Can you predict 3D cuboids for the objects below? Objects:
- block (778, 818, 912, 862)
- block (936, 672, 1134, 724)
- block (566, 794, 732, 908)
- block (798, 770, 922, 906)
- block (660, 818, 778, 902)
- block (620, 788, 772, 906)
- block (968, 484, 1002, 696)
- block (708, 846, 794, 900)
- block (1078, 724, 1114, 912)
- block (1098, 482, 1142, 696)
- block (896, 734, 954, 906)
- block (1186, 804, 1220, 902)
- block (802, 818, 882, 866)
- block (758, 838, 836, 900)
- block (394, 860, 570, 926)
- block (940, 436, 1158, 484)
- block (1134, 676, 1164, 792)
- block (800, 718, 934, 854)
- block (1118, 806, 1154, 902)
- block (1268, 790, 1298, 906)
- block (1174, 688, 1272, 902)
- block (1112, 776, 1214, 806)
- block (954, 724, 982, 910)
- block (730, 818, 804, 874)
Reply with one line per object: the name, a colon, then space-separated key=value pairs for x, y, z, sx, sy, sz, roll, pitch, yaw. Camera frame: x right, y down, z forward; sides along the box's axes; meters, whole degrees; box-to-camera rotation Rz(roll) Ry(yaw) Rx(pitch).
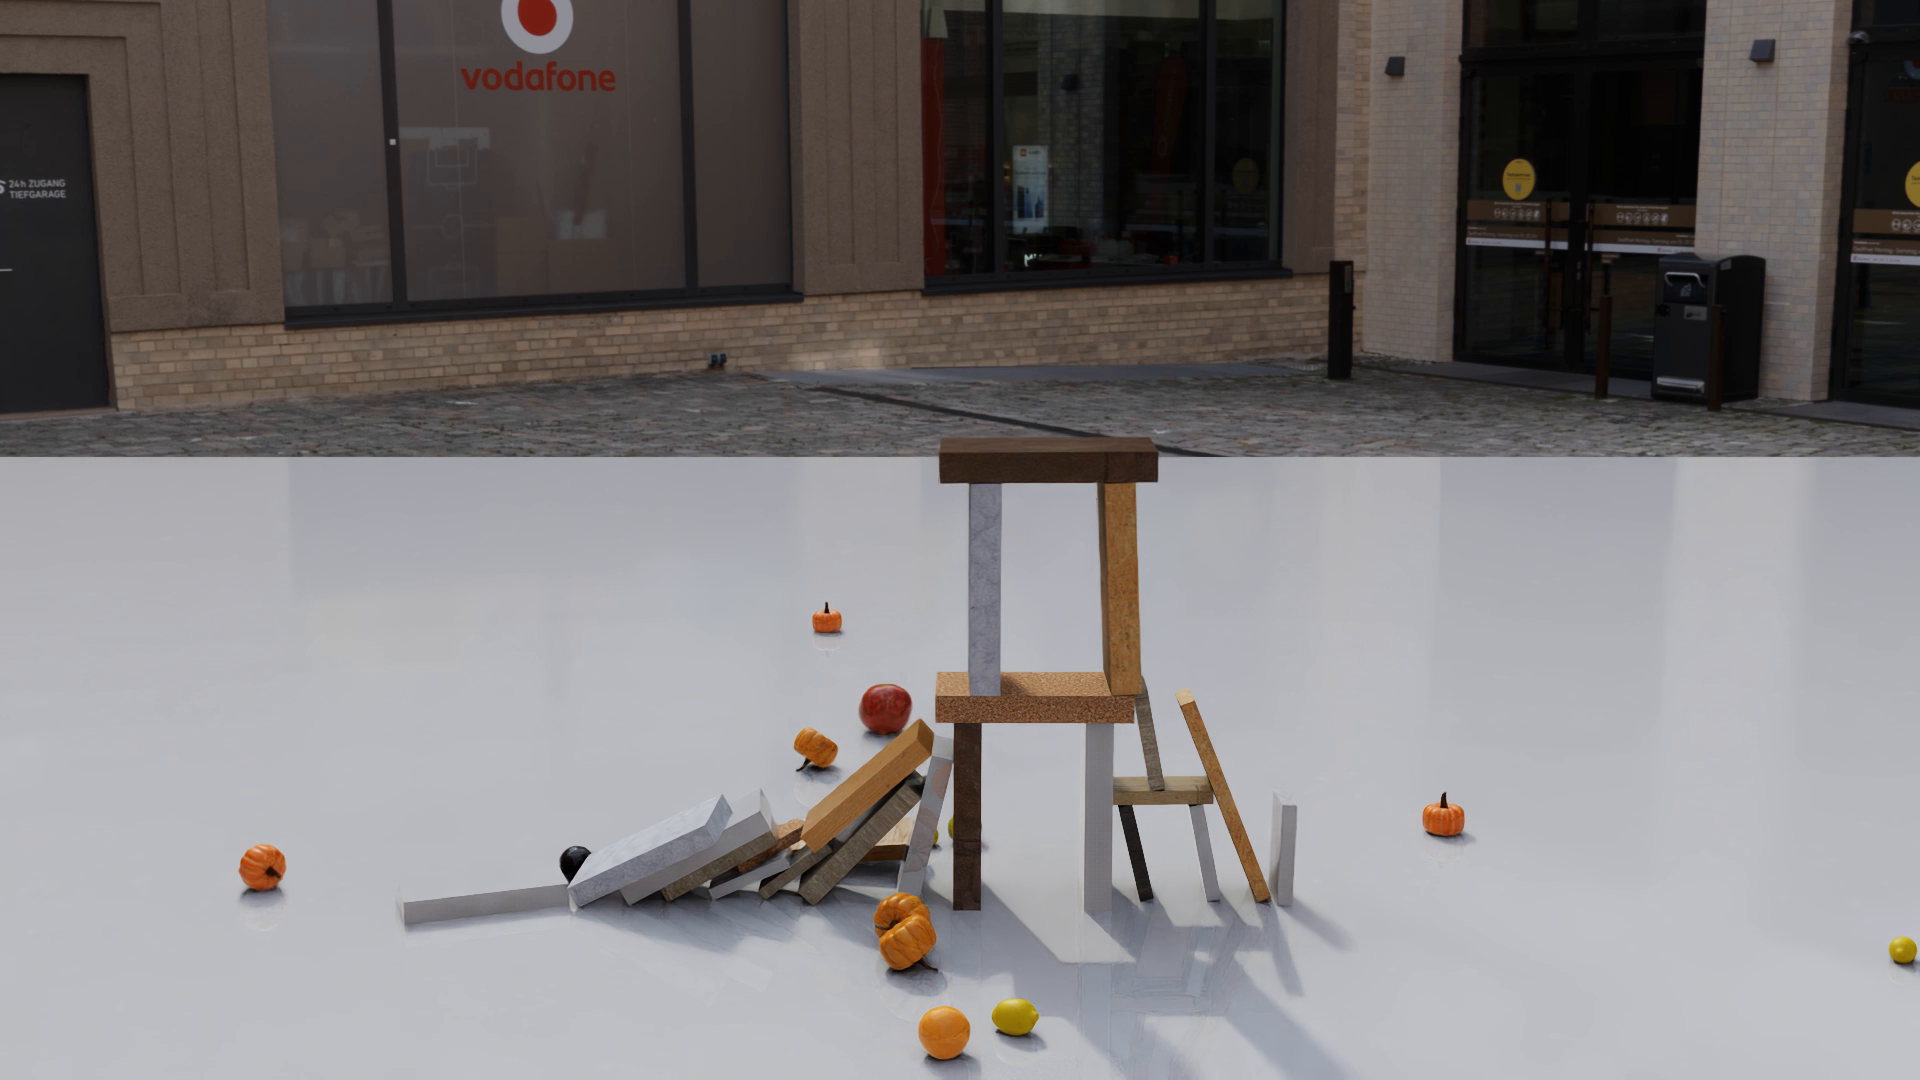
block: x=-0.254 y=0.526 z=3.814 sx=0.366 sy=0.029 sz=0.103 roll=-4 pitch=18 yaw=6
block: x=0.120 y=0.257 z=3.595 sx=0.319 sy=0.045 sz=0.159 roll=0 pitch=11 yaw=0
block: x=-0.511 y=0.512 z=3.633 sx=0.265 sy=0.037 sz=0.132 roll=-26 pitch=12 yaw=13
block: x=-0.164 y=0.487 z=3.653 sx=0.036 sy=0.255 sz=0.127 roll=44 pitch=8 yaw=-7
block: x=-0.402 y=0.527 z=3.672 sx=0.206 sy=0.029 sz=0.103 roll=-28 pitch=11 yaw=0
block: x=-0.441 y=0.510 z=3.668 sx=0.265 sy=0.037 sz=0.132 roll=-28 pitch=11 yaw=0
block: x=0.040 y=0.065 z=3.563 sx=0.049 sy=0.343 sz=0.171 roll=0 pitch=11 yaw=-1
block: x=-0.348 y=0.553 z=3.665 sx=0.140 sy=0.020 sz=0.070 roll=-23 pitch=10 yaw=4
block: x=0.225 y=0.434 z=3.636 sx=0.045 sy=0.319 sz=0.159 roll=0 pitch=11 yaw=0
block: x=0.258 y=0.064 z=3.568 sx=0.049 sy=0.343 sz=0.171 roll=-3 pitch=11 yaw=0
block: x=-0.058 y=0.464 z=3.649 sx=0.036 sy=0.255 sz=0.127 roll=13 pitch=10 yaw=-2
block: x=0.403 y=0.507 z=3.656 sx=0.023 sy=0.166 sz=0.083 roll=-11 pitch=10 yaw=2
block: x=-0.209 y=0.532 z=3.903 sx=0.206 sy=0.029 sz=0.103 roll=7 pitch=13 yaw=34
block: x=-0.271 y=0.540 z=3.665 sx=0.140 sy=0.020 sz=0.070 roll=-36 pitch=8 yaw=6
block: x=-0.789 y=0.579 z=3.626 sx=0.265 sy=0.037 sz=0.132 roll=-4 pitch=11 yaw=-20
block: x=0.140 y=-0.129 z=3.532 sx=0.343 sy=0.049 sz=0.171 roll=0 pitch=11 yaw=0
block: x=0.308 y=0.318 z=3.620 sx=0.024 sy=0.172 sz=0.086 roll=-10 pitch=10 yaw=2
block: x=-0.152 y=0.405 z=3.643 sx=0.255 sy=0.036 sz=0.127 roll=-41 pitch=8 yaw=9
block: x=0.290 y=0.508 z=3.657 sx=0.023 sy=0.166 sz=0.083 roll=-13 pitch=10 yaw=2
block: x=0.533 y=0.508 z=3.637 sx=0.024 sy=0.172 sz=0.086 roll=1 pitch=10 yaw=-3
block: x=0.435 y=0.421 z=3.636 sx=0.024 sy=0.361 sz=0.086 roll=-22 pitch=10 yaw=3
block: x=0.331 y=0.414 z=3.638 sx=0.166 sy=0.023 sz=0.083 roll=0 pitch=11 yaw=-1
block: x=0.012 y=0.434 z=3.639 sx=0.045 sy=0.319 sz=0.159 roll=0 pitch=11 yaw=0
block: x=-0.322 y=0.513 z=3.696 sx=0.140 sy=0.020 sz=0.070 roll=-28 pitch=10 yaw=-21
